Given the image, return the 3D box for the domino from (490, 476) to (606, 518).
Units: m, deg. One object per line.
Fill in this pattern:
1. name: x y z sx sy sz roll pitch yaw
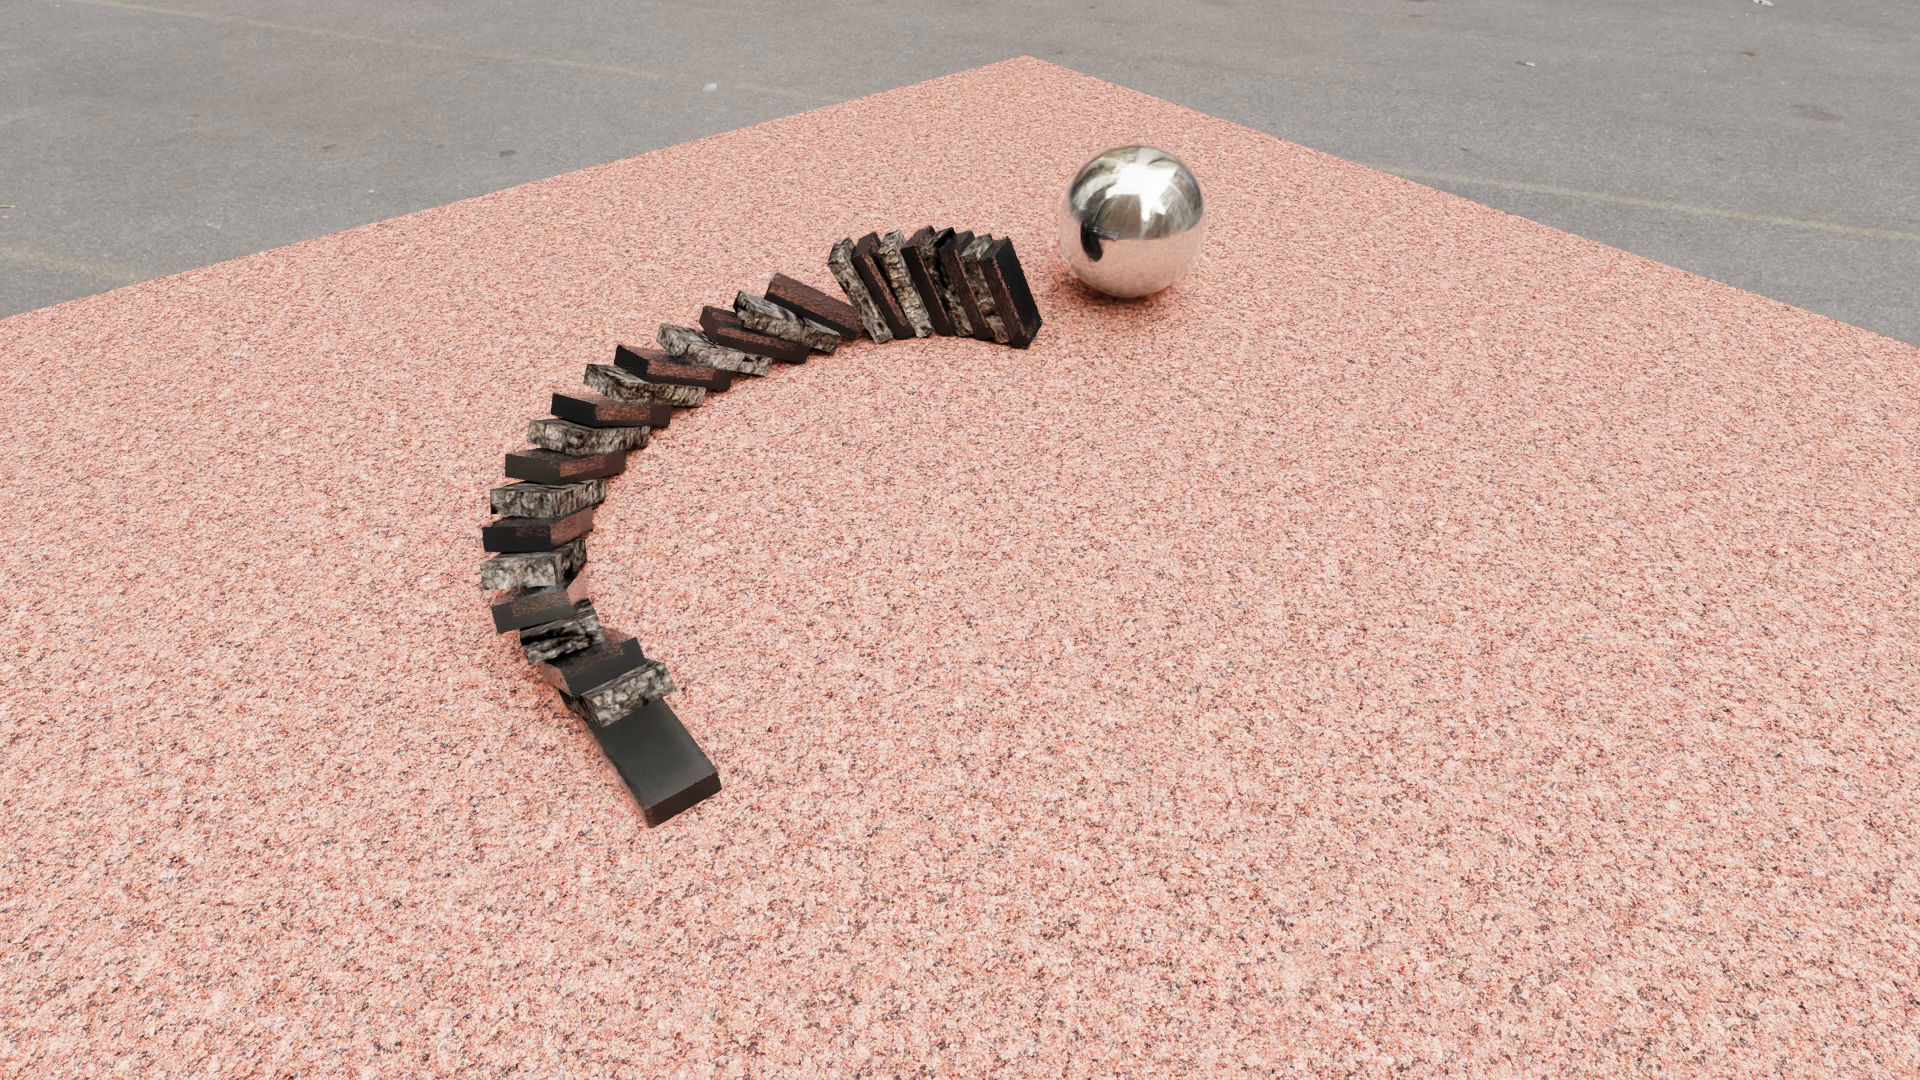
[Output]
1. domino: -0.167 -0.018 0.448 0.025 0.009 0.050 4 11 5

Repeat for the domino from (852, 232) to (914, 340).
1. domino: -0.038 -0.132 0.574 0.010 0.050 0.025 -18 35 20

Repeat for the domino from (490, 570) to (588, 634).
1. domino: -0.150 0.022 0.396 0.025 0.009 0.050 -14 9 -12

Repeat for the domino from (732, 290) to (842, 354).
1. domino: -0.088 -0.111 0.559 0.050 0.009 0.025 12 27 -33

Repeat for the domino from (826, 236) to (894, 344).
1. domino: -0.050 -0.129 0.570 0.009 0.050 0.025 -20 35 19

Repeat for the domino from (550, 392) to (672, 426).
1. domino: -0.156 -0.059 0.496 0.025 0.010 0.050 16 12 21

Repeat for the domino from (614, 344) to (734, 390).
1. domino: -0.136 -0.082 0.524 0.025 0.010 0.050 28 18 32

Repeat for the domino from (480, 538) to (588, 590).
1. domino: -0.159 0.008 0.414 0.025 0.009 0.050 -5 9 -5

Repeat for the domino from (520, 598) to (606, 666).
1. domino: -0.140 0.031 0.385 0.025 0.009 0.050 -18 10 -20

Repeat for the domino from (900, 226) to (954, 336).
1. domino: -0.013 -0.136 0.578 0.009 0.050 0.025 -8 33 29

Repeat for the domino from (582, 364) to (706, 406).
1. domino: -0.147 -0.072 0.513 0.025 0.010 0.050 27 18 29

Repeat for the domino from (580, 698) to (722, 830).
1. domino: -0.102 0.069 0.359 0.025 0.010 0.050 -26 46 -28

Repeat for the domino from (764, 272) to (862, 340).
1. domino: -0.075 -0.122 0.572 0.050 0.009 0.025 23 23 -11

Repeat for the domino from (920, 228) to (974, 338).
1. domino: -0.002 -0.135 0.577 0.010 0.050 0.025 -8 33 29

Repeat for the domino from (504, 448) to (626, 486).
1. domino: -0.166 -0.033 0.466 0.025 0.010 0.050 10 13 12

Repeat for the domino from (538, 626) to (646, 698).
1. domino: -0.126 0.040 0.372 0.025 0.010 0.050 -26 13 -27

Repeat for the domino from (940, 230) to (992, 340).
1. domino: 0.008 -0.133 0.574 0.010 0.050 0.025 -8 33 29

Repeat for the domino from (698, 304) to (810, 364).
1. domino: -0.103 -0.103 0.552 0.050 0.010 0.025 7 30 -37

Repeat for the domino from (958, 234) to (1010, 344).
1. domino: 0.017 -0.130 0.571 0.010 0.050 0.025 -8 33 29

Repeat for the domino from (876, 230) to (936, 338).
1. domino: -0.026 -0.134 0.575 0.009 0.050 0.025 -15 35 19

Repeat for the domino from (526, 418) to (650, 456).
1. domino: -0.162 -0.047 0.483 0.025 0.010 0.050 15 14 17

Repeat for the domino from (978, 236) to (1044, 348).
1. domino: 0.027 -0.127 0.567 0.009 0.050 0.025 -8 33 29

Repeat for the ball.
1. ball: 0.093 -0.173 0.599 0.080 0.080 0.080 0 39 0

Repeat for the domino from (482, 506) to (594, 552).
1. domino: -0.164 -0.005 0.431 0.025 0.010 0.050 -1 11 -1

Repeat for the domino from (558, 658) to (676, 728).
1. domino: -0.114 0.048 0.363 0.025 0.009 0.050 -26 13 -29

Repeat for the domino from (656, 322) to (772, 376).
1. domino: -0.120 -0.093 0.540 0.050 0.009 0.025 2 29 -45
